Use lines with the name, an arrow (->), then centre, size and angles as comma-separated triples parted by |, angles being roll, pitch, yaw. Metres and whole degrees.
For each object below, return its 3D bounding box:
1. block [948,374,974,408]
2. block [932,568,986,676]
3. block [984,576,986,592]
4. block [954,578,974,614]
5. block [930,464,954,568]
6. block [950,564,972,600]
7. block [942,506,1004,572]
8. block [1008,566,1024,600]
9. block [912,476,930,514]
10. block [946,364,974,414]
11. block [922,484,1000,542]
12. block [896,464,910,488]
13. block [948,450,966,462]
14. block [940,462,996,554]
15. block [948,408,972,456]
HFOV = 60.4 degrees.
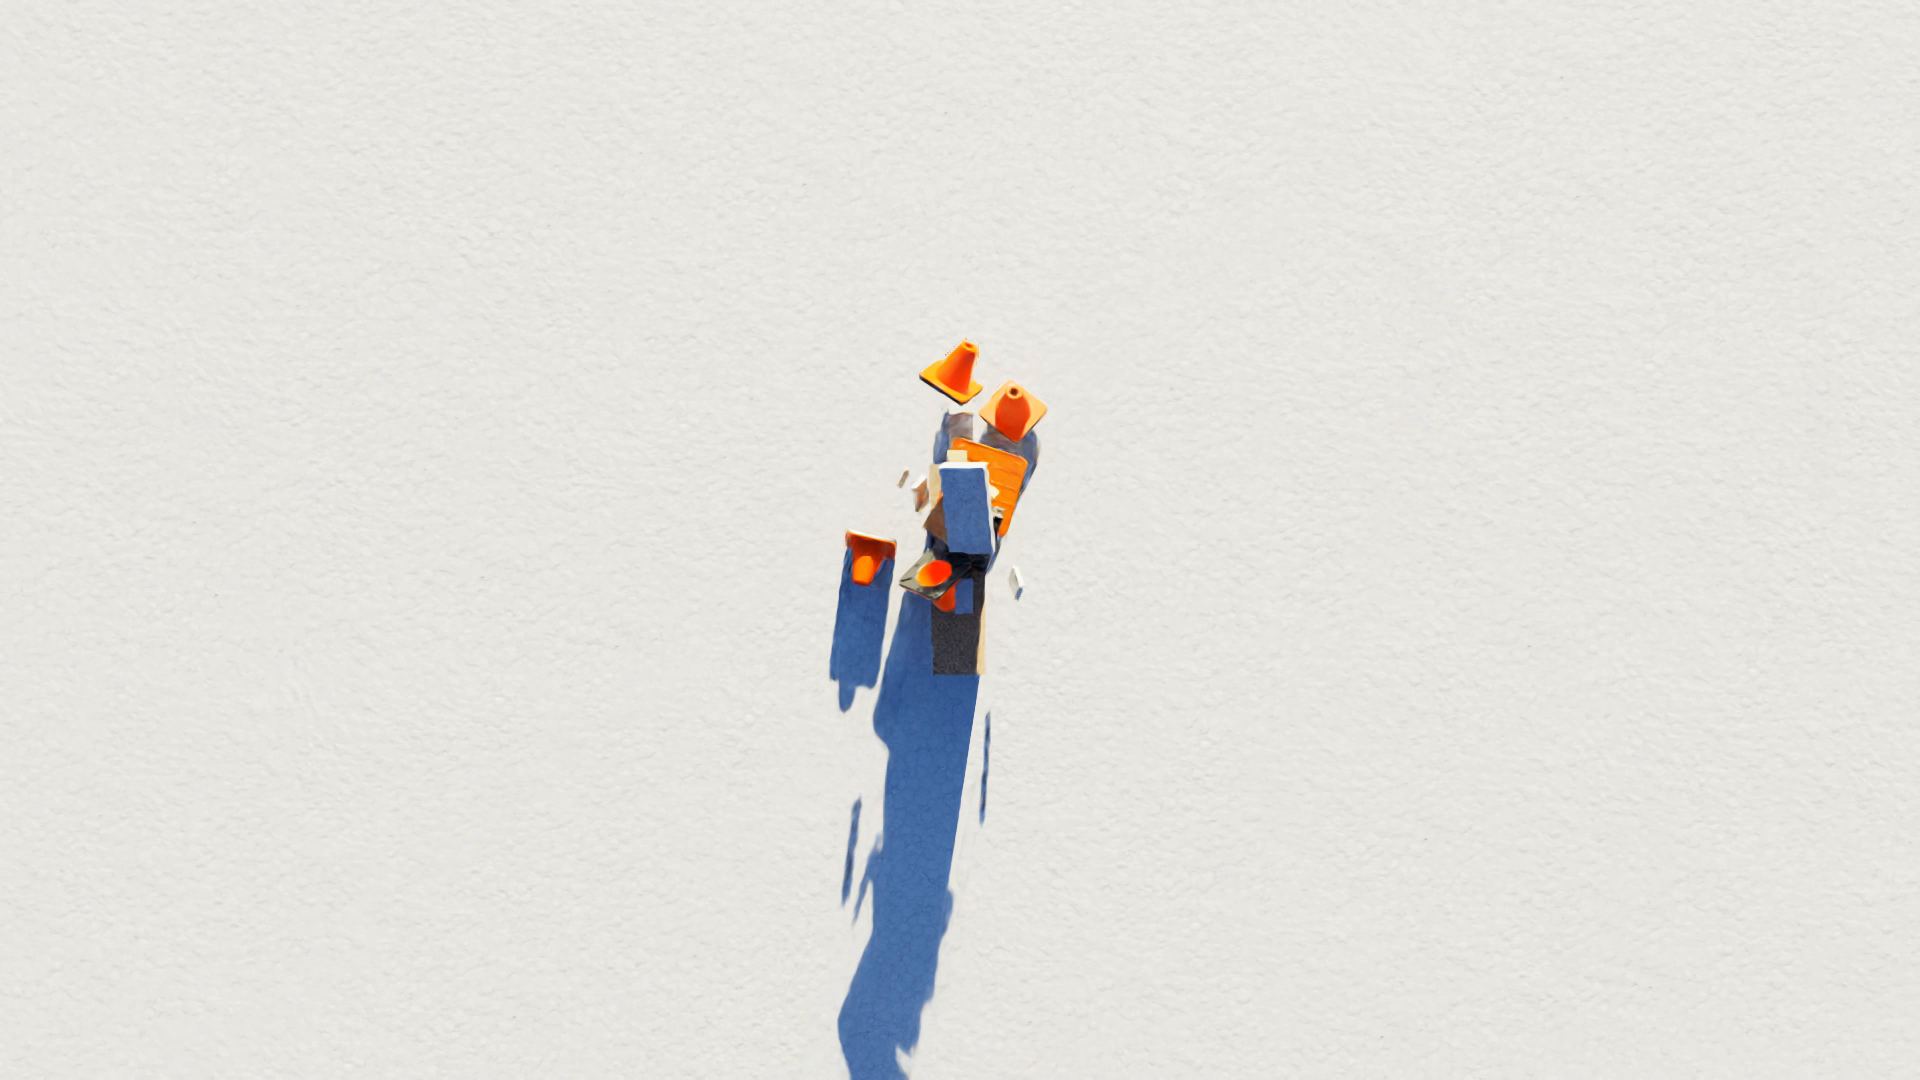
block -> 0.003, -0.472, 5.468 | 0.080, 0.023, 0.160 | 1, 106, 0
block -> -0.005, 0.253, 5.144 | 0.166, 0.047, 0.332 | -1, 90, 0
block -> -0.004, 0.137, 5.334 | 0.166, 0.332, 0.047 | 0, 91, 0
block -> 0.013, 0.173, 5.092 | 0.055, 0.016, 0.111 | -1, 111, 2
block -> -0.012, -0.075, 5.157 | 0.160, 0.045, 0.320 | -1, 90, 0
block -> 0.004, 0.130, 5.093 | 0.055, 0.016, 0.111 | 7, 111, 0
block -> 0.038, -0.011, 5.011 | 0.136, 0.272, 0.039 | 12, 51, -5
block -> 0.179, 0.137, 5.289 | 0.016, 0.111, 0.055 | 9, 123, -18
block -> -0.120, -0.140, 5.073 | 0.016, 0.114, 0.057 | 25, 58, 25
block -> -0.001, -0.494, 5.411 | 0.080, 0.023, 0.160 | -5, 84, -1
block -> 0.000, -0.093, 5.015 | 0.136, 0.286, 0.039 | 34, 48, -1
block -> -0.175, -0.195, 5.083 | 0.016, 0.114, 0.057 | 27, 98, -7
block -> -0.007, -0.215, 5.025 | 0.057, 0.016, 0.114 | -1, 78, -9
block -> 0.023, -0.093, 4.858 | 0.136, 0.039, 0.272 | 1, 114, 17
block -> 0.001, -0.359, 5.460 | 0.080, 0.023, 0.160 | 0, 112, 0
